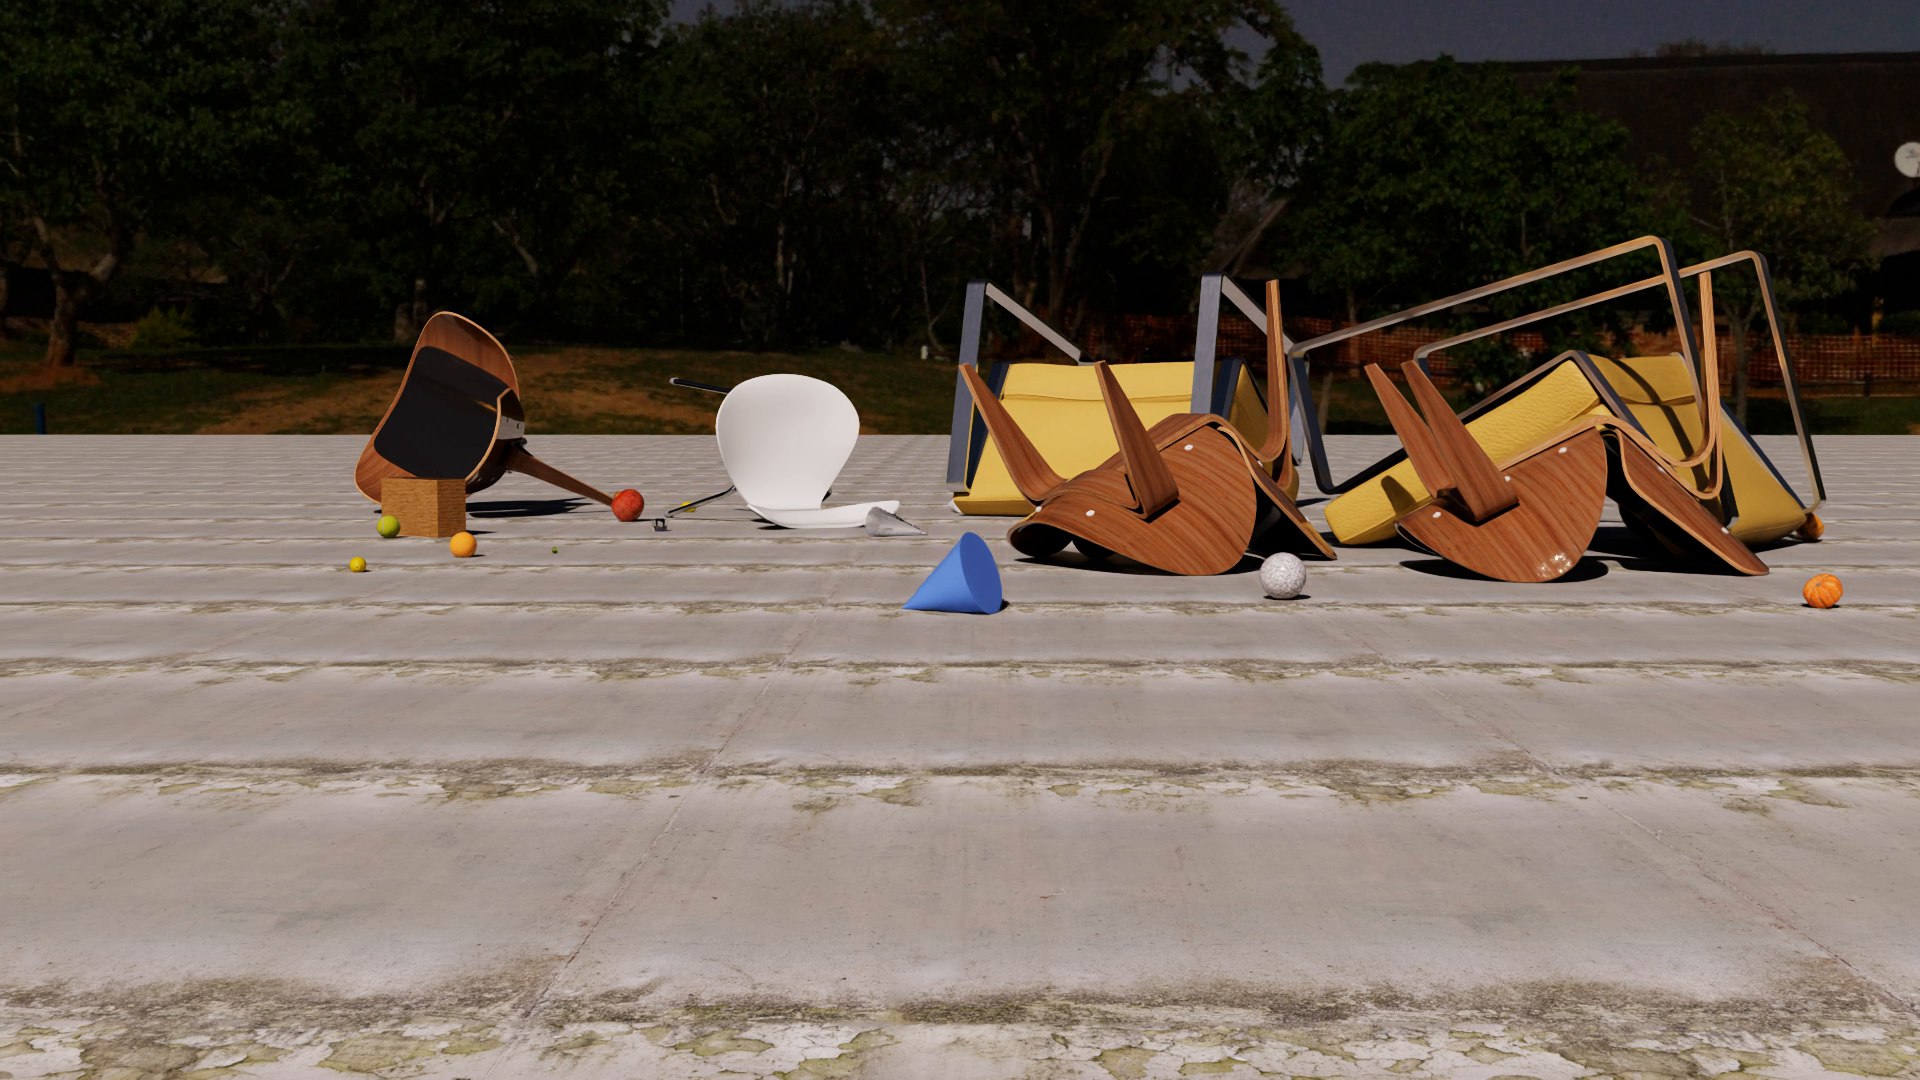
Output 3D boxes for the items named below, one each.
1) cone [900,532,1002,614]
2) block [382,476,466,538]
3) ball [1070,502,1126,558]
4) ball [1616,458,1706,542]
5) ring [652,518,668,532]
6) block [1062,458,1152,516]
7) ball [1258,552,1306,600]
[{"bbox_3d":[-0.039,0.103,4.460,0.191,0.161,0.220,-25,22,20],"label":"cone"},{"bbox_3d":[-1.650,-0.102,6.763,0.284,0.175,0.104,3,5,40],"label":"block"},{"bbox_3d":[0.366,-0.025,5.825,0.149,0.149,0.149,0,4,0],"label":"ball"},{"bbox_3d":[2.054,-0.117,6.445,0.248,0.248,0.248,0,4,0],"label":"ball"},{"bbox_3d":[-0.949,-0.047,6.953,0.049,0.039,0.055,3,6,10],"label":"ring"},{"bbox_3d":[0.533,-0.195,7.957,0.298,0.195,0.141,2,4,26],"label":"block"},{"bbox_3d":[0.689,0.077,4.691,0.101,0.101,0.101,0,4,0],"label":"ball"}]
